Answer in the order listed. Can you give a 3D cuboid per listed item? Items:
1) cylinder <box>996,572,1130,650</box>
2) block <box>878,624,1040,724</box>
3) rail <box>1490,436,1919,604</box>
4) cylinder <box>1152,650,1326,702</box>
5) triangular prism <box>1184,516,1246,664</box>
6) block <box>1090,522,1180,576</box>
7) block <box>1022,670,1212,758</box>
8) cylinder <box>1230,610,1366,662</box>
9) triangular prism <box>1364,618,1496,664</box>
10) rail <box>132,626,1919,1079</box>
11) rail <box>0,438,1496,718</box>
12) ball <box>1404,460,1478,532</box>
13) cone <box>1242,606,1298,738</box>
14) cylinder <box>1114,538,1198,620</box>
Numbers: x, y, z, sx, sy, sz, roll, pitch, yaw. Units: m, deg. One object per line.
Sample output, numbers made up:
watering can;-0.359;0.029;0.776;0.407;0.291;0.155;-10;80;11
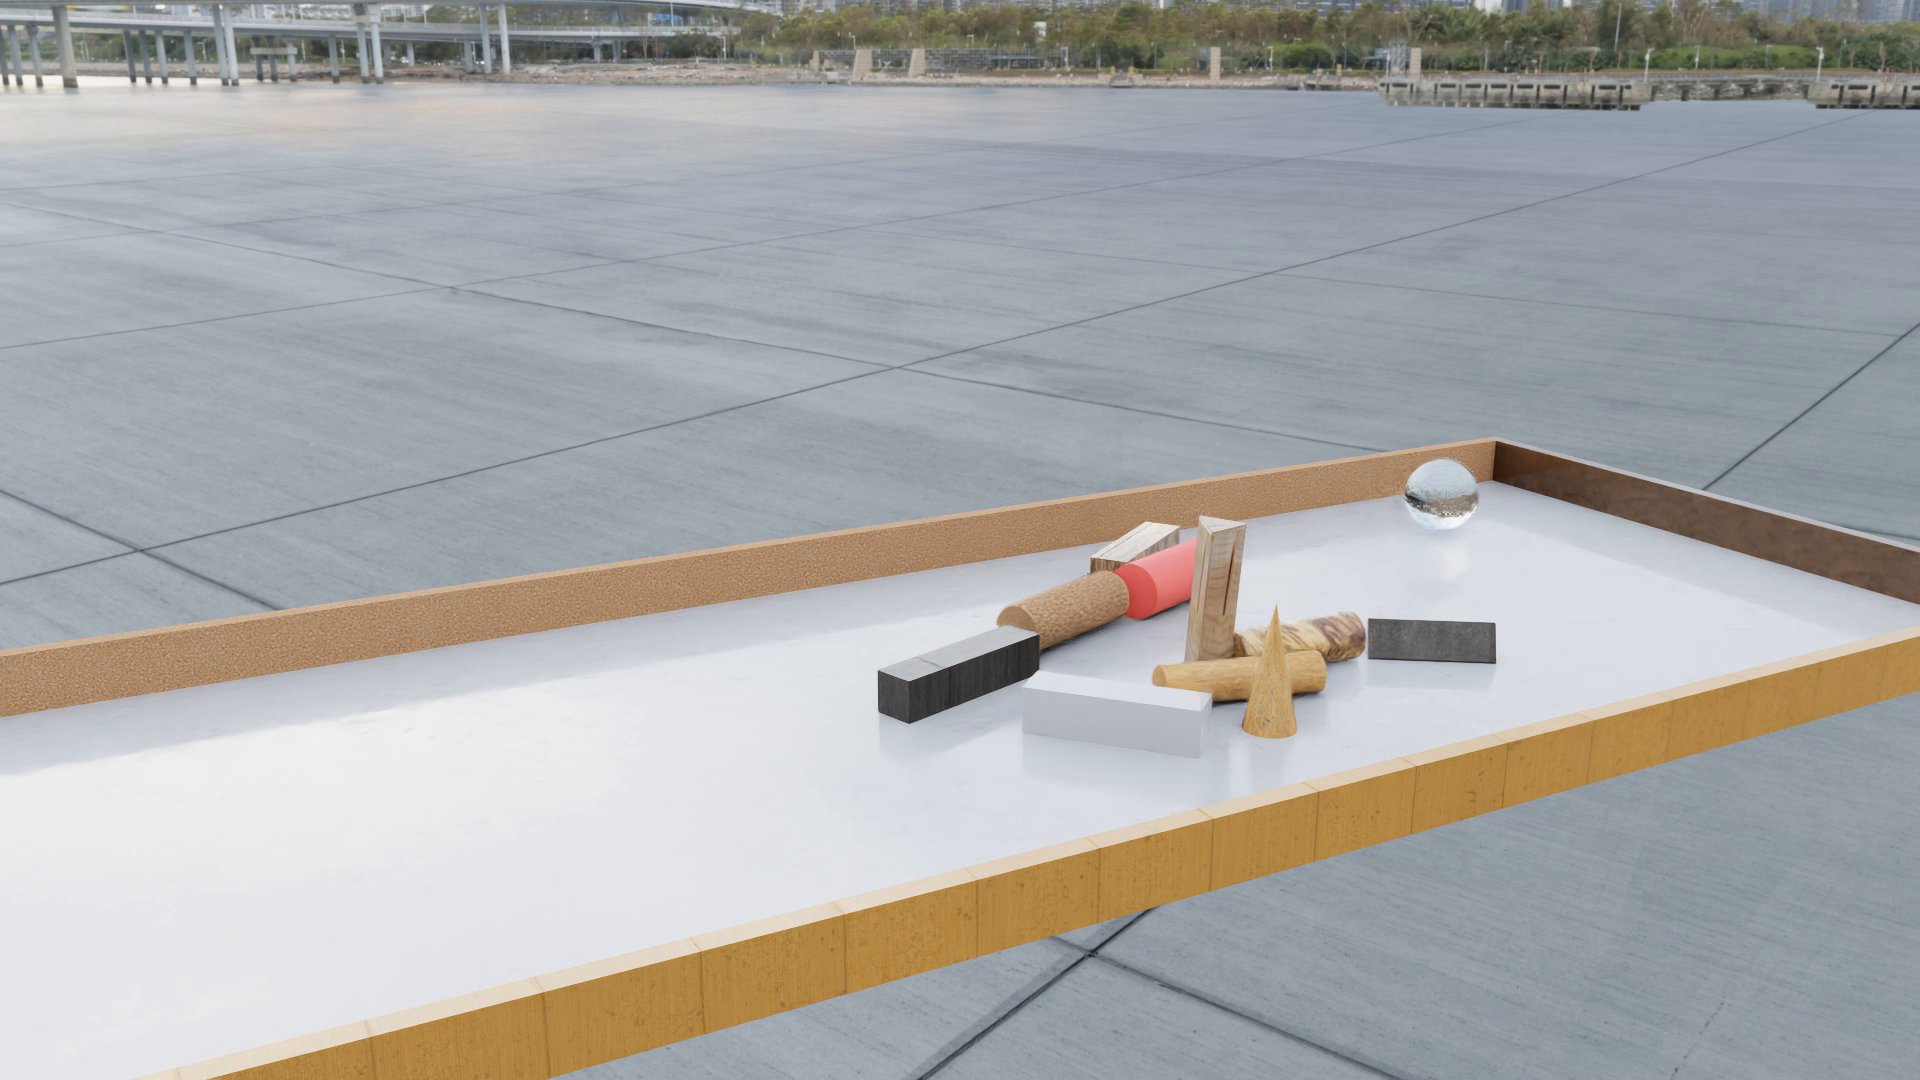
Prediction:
cylinder;0.282;0.197;4.442;0.138;0.138;0.405;14;21;39
block;0.003;0.325;4.059;0.108;0.108;0.460;15;22;42
rail;2.466;-0.048;5.253;0.050;0.150;2.100;-9;18;-27
cylinder;0.681;0.339;4.021;0.415;0.102;0.102;-4;17;-14
triangular prism;0.611;0.151;4.090;0.116;0.417;0.100;-12;25;-36
block;0.529;0.057;4.959;0.113;0.113;0.429;9;18;27
block;0.360;0.399;3.795;0.418;0.114;0.114;6;17;20
cylinder;0.854;0.267;4.228;0.372;0.123;0.123;-8;18;-25
triangular prism;1.230;0.254;4.317;0.325;0.093;0.107;2;17;6
rail;-2.336;1.006;1.665;12.000;0.150;0.050;-9;18;-27
rail;-3.305;0.497;3.399;12.000;0.150;0.050;-9;18;-27
ball;1.585;-0.147;5.435;0.236;0.236;0.236;0;16;0
cone;0.724;0.291;3.816;0.129;0.309;0.129;0;16;0
cylinder;0.598;0.107;4.710;0.159;0.159;0.347;14;21;39
